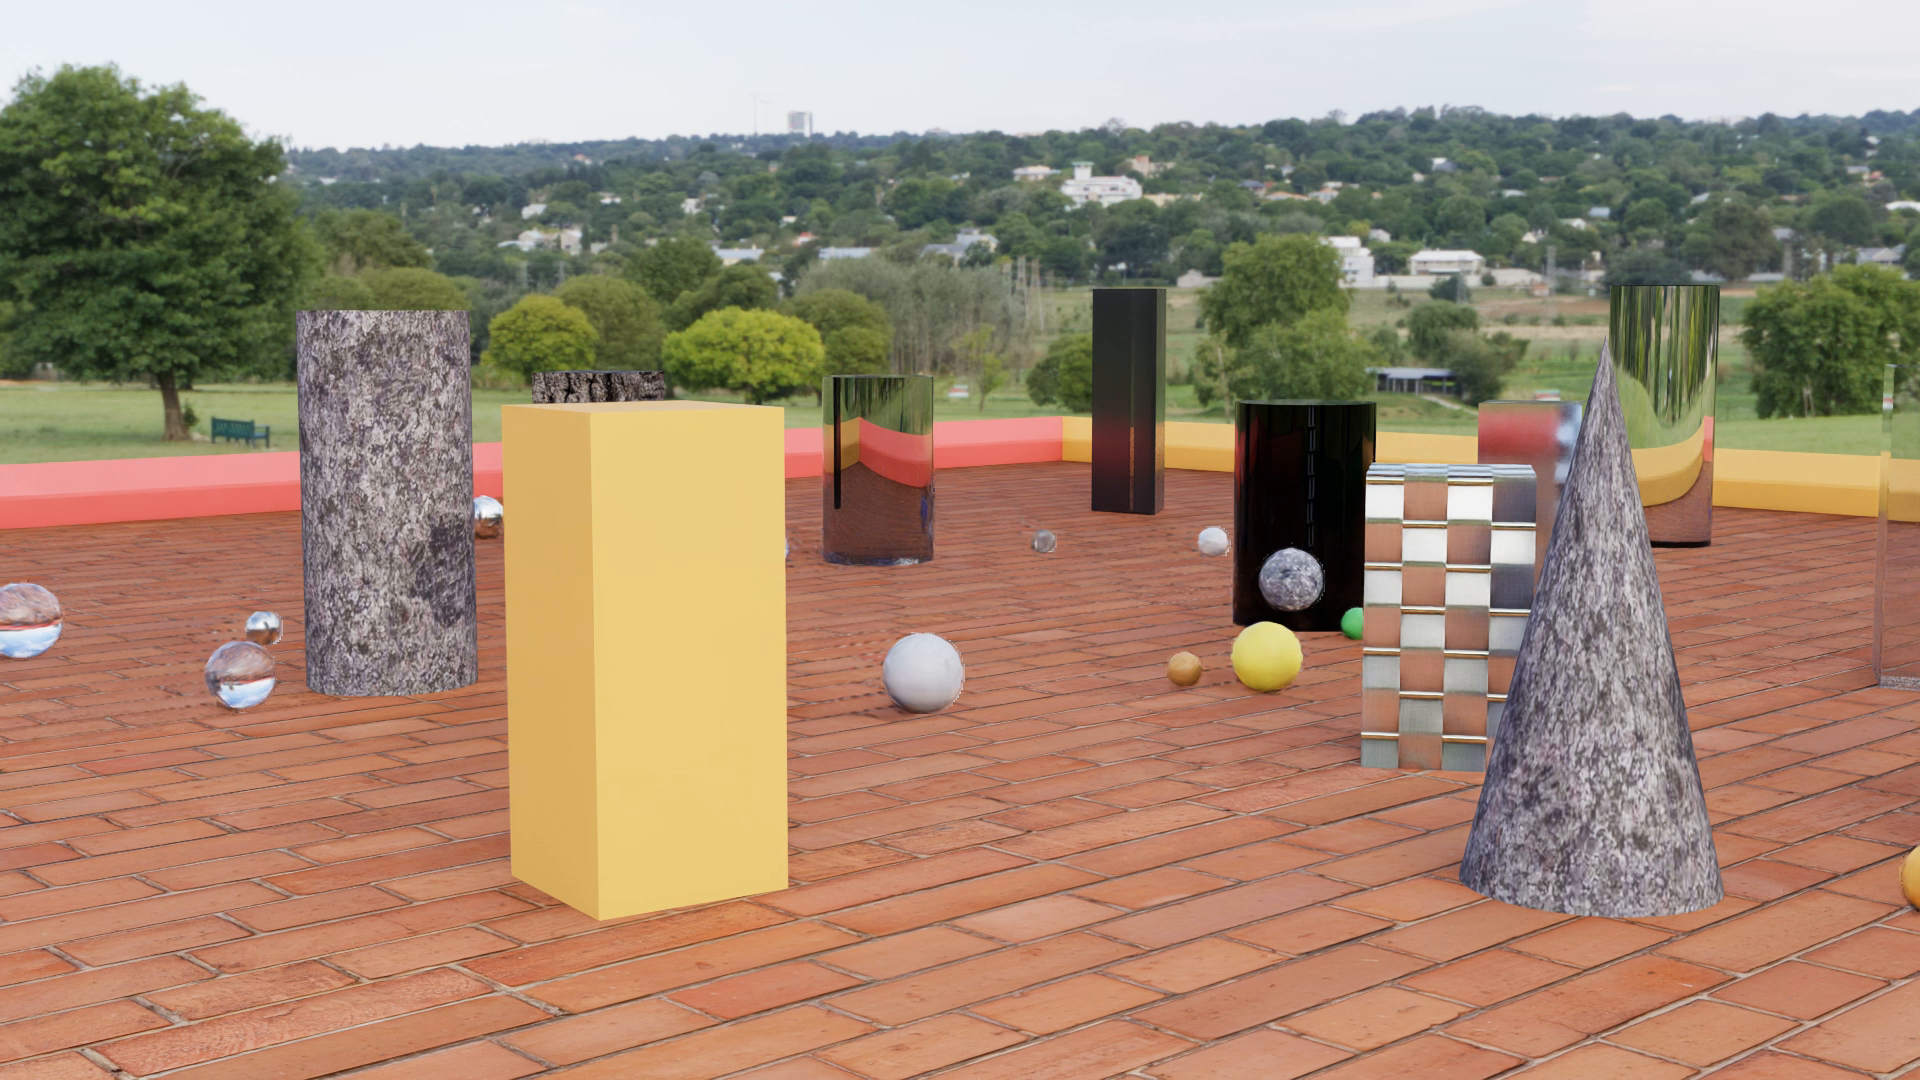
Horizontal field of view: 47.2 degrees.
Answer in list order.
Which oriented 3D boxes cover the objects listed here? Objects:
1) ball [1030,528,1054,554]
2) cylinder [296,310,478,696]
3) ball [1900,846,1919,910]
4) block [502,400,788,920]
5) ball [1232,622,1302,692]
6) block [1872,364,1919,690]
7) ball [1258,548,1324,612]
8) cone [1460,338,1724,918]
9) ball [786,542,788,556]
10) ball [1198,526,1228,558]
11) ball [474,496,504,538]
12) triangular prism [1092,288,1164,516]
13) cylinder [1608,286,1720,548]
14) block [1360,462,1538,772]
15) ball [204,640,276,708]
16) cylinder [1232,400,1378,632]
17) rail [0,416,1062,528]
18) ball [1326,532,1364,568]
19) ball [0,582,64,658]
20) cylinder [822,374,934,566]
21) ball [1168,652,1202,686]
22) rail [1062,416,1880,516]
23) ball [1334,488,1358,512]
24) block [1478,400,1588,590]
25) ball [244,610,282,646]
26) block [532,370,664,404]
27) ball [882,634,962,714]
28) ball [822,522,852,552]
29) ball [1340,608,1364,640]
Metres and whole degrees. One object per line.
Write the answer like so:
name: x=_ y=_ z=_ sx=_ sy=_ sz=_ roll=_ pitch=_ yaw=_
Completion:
ball: x=0.153 y=0.001 z=4.059 sx=0.045 sy=0.045 sz=0.045 roll=0 pitch=6 yaw=0
cylinder: x=-0.683 y=-0.050 z=2.626 sx=0.200 sy=0.445 sz=0.200 roll=0 pitch=6 yaw=0
ball: x=0.724 y=0.250 z=1.622 sx=0.056 sy=0.056 sz=0.056 roll=0 pitch=6 yaw=0
block: x=-0.244 y=0.083 z=1.703 sx=0.160 sy=0.372 sz=0.160 roll=-4 pitch=7 yaw=-34
ball: x=0.360 y=0.137 z=2.580 sx=0.082 sy=0.082 sz=0.082 roll=0 pitch=6 yaw=0
block: x=1.191 y=-0.018 z=2.633 sx=0.160 sy=0.379 sz=0.160 roll=2 pitch=6 yaw=19
ball: x=0.454 y=0.055 z=3.014 sx=0.087 sy=0.087 sz=0.087 roll=0 pitch=6 yaw=0
cone: x=0.492 y=0.055 z=1.698 sx=0.200 sy=0.427 sz=0.200 roll=0 pitch=6 yaw=0
ball: x=-0.329 y=0.015 z=3.925 sx=0.047 sy=0.047 sz=0.047 roll=0 pitch=6 yaw=0
ball: x=0.459 y=0.004 z=3.989 sx=0.055 sy=0.055 sz=0.055 roll=0 pitch=6 yaw=0
ball: x=-0.935 y=-0.044 z=4.314 sx=0.083 sy=0.083 sz=0.083 roll=0 pitch=6 yaw=0
triangular prism: x=0.409 y=-0.311 z=4.901 sx=0.173 sy=0.494 sz=0.150 roll=5 pitch=8 yaw=42
cylinder: x=1.344 y=-0.240 z=4.217 sx=0.200 sy=0.493 sz=0.200 roll=0 pitch=6 yaw=0
block: x=0.488 y=0.073 z=2.200 sx=0.160 sy=0.288 sz=0.160 roll=1 pitch=6 yaw=12
ball: x=-0.808 y=0.151 z=2.470 sx=0.076 sy=0.076 sz=0.076 roll=0 pitch=6 yaw=0
cylinder: x=0.492 y=-0.039 z=3.145 sx=0.200 sy=0.316 sz=0.200 roll=0 pitch=6 yaw=0
rail: x=-1.473 y=-0.131 z=4.919 sx=4.887 sy=0.130 sz=0.045 roll=-5 pitch=8 yaw=-42
ball: x=0.666 y=0.017 z=3.810 sx=0.066 sy=0.066 sz=0.066 roll=0 pitch=6 yaw=0
ball: x=-1.205 y=0.103 z=2.826 sx=0.098 sy=0.098 sz=0.098 roll=0 pitch=6 yaw=0
cylinder: x=-0.146 y=-0.128 z=3.936 sx=0.200 sy=0.329 sz=0.200 roll=0 pitch=6 yaw=0
ball: x=0.267 y=0.154 z=2.617 sx=0.041 sy=0.041 sz=0.041 roll=0 pitch=6 yaw=0
rail: x=1.779 y=-0.136 z=4.964 sx=0.045 sy=0.130 sz=4.391 roll=-5 pitch=8 yaw=-42
ball: x=0.860 y=-0.088 z=4.896 sx=0.051 sy=0.051 sz=0.051 roll=0 pitch=6 yaw=0
block: x=0.934 y=-0.077 z=3.593 sx=0.160 sy=0.297 sz=0.160 roll=2 pitch=6 yaw=19
ball: x=-0.931 y=0.118 z=2.937 sx=0.046 sy=0.046 sz=0.046 roll=0 pitch=6 yaw=0
block: x=-0.585 y=-0.100 z=3.578 sx=0.160 sy=0.347 sz=0.160 roll=2 pitch=6 yaw=15
ball: x=-0.042 y=0.148 z=2.440 sx=0.089 sy=0.089 sz=0.089 roll=0 pitch=6 yaw=0
ball: x=-0.229 y=-0.006 z=4.087 sx=0.054 sy=0.054 sz=0.054 roll=0 pitch=6 yaw=0
ball: x=0.539 y=0.114 z=2.983 sx=0.045 sy=0.045 sz=0.045 roll=0 pitch=6 yaw=0
